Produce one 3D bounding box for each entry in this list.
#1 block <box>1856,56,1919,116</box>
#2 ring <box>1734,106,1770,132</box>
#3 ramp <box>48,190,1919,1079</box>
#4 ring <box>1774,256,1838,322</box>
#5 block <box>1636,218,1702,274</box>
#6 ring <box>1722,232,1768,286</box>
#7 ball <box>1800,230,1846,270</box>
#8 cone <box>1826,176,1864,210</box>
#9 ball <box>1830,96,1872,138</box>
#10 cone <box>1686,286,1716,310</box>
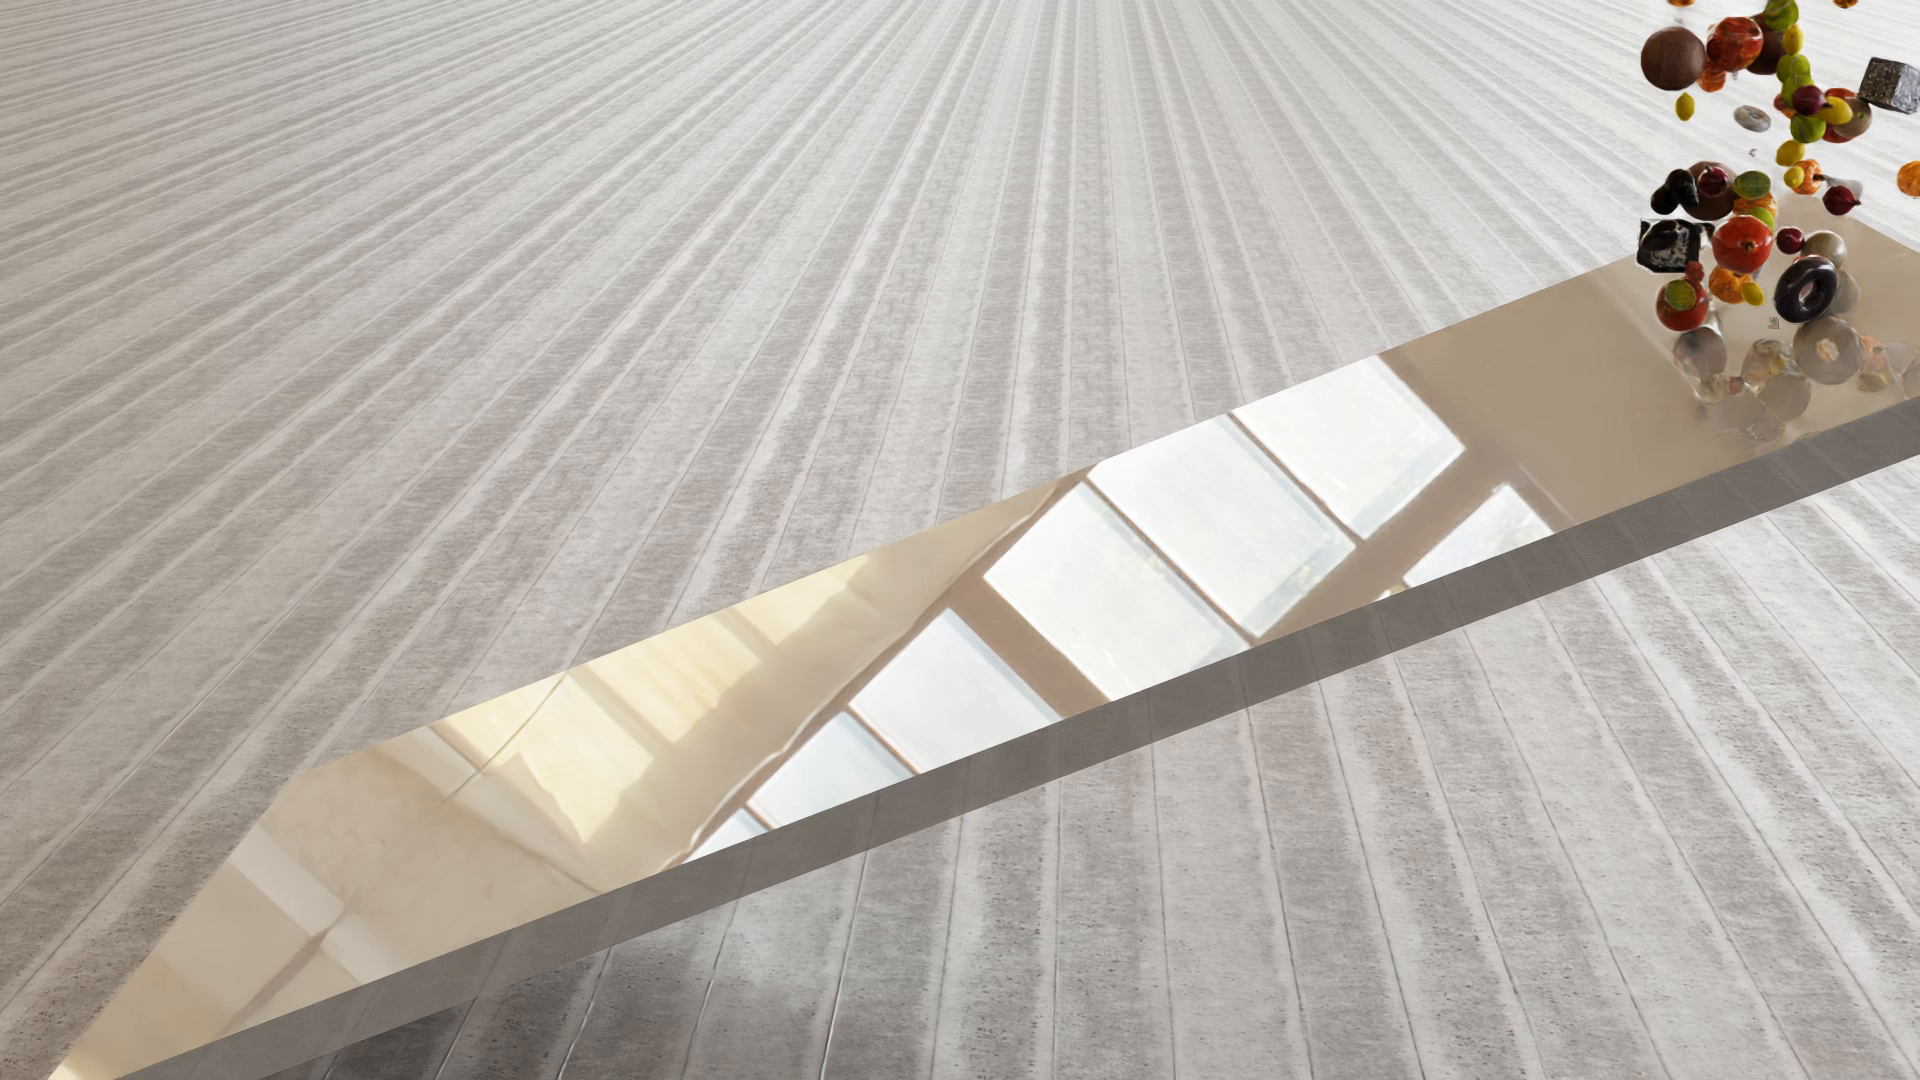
[{"bbox_3d":[1.871,-0.911,5.901,0.086,0.086,0.086,13,9,-38],"label":"block"},{"bbox_3d":[1.552,-0.825,5.763,0.077,0.026,0.077,11,37,-8],"label":"ring"},{"bbox_3d":[0.125,0.173,6.289,4.000,0.100,2.000,-21,12,7],"label":"ramp"},{"bbox_3d":[1.669,-0.494,5.803,0.143,0.143,0.048,-7,32,-25],"label":"ring"},{"bbox_3d":[1.466,-0.608,6.081,0.091,0.091,0.091,-3,20,-14],"label":"block"},{"bbox_3d":[1.615,-0.577,6.050,0.040,0.121,0.121,29,8,-14],"label":"ring"},{"bbox_3d":[1.792,-0.596,6.111,0.094,0.094,0.094,0,14,0],"label":"ball"},{"bbox_3d":[1.769,-0.716,5.937,0.075,0.075,0.075,30,-1,-29],"label":"cone"},{"bbox_3d":[1.804,-0.856,5.954,0.083,0.083,0.083,0,14,0],"label":"ball"},{"bbox_3d":[1.559,-0.502,6.218,0.057,0.057,0.057,-18,4,29],"label":"cone"}]
